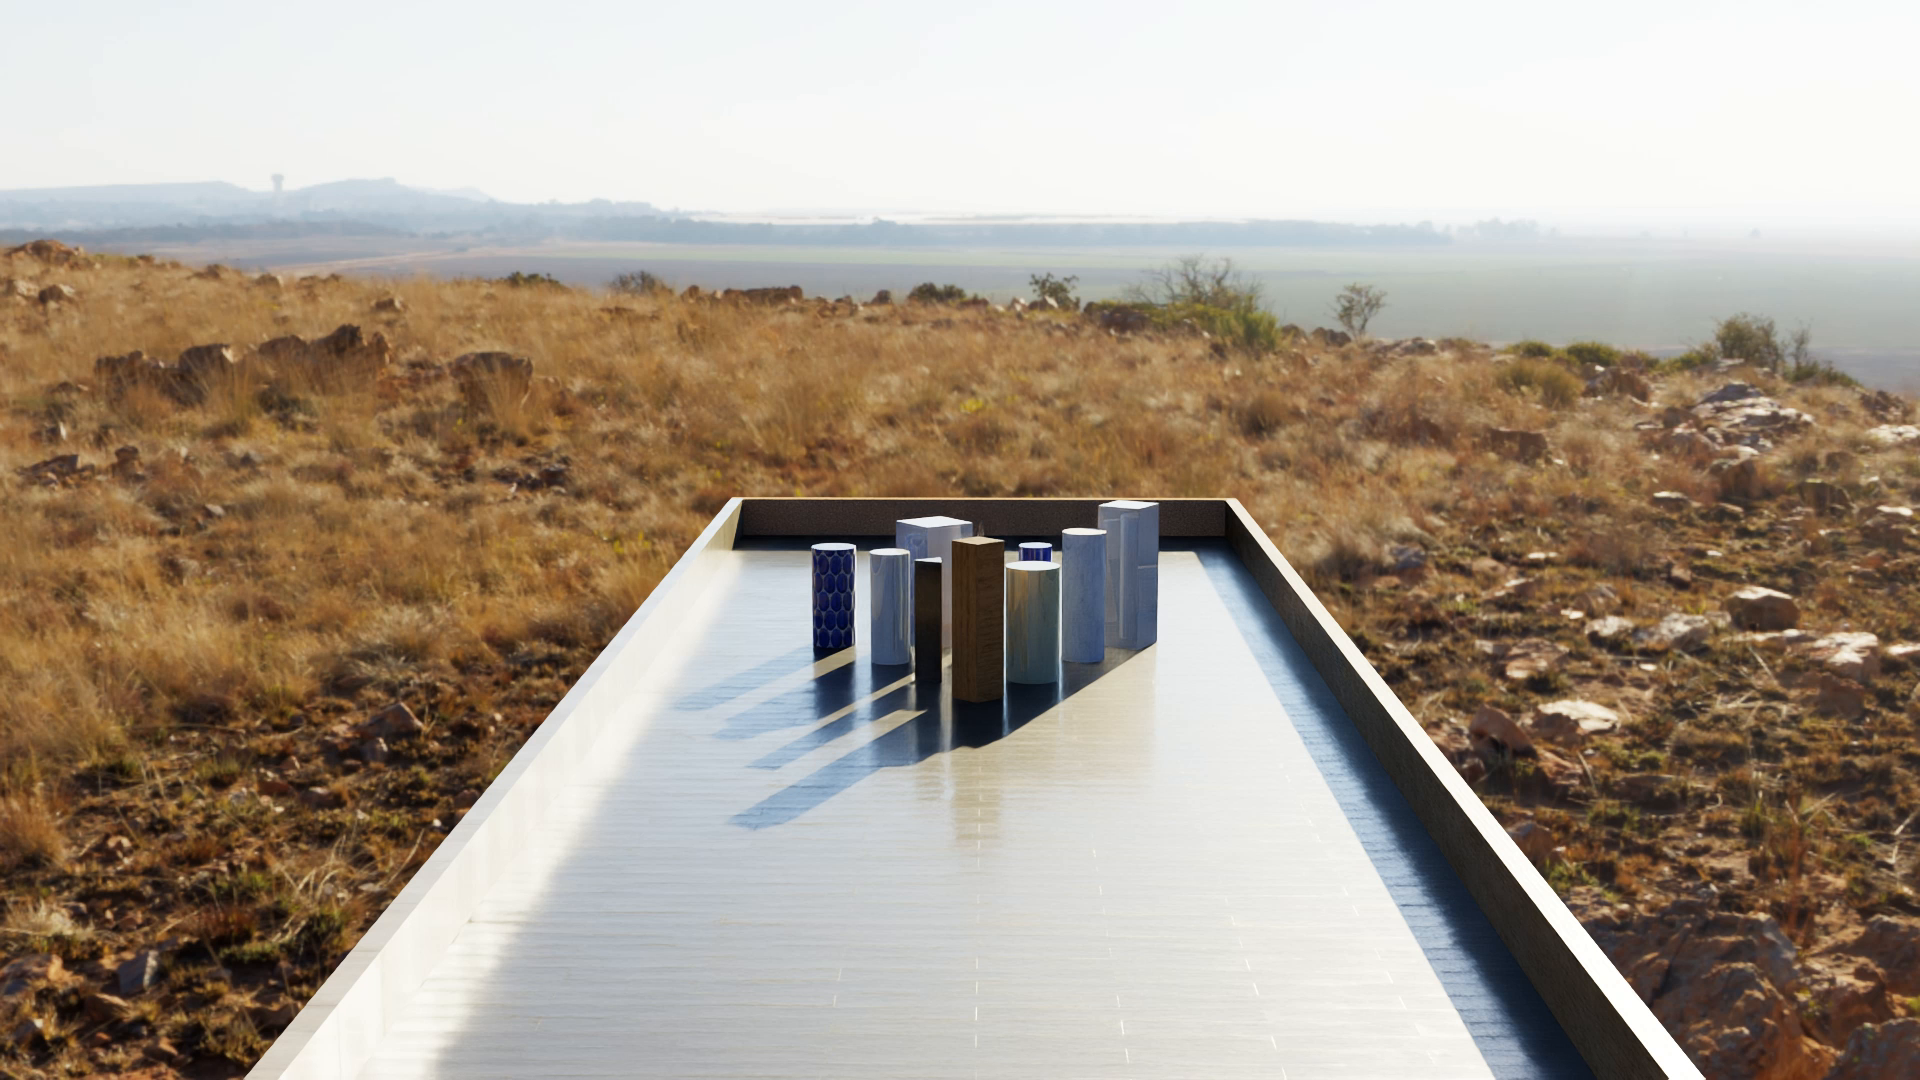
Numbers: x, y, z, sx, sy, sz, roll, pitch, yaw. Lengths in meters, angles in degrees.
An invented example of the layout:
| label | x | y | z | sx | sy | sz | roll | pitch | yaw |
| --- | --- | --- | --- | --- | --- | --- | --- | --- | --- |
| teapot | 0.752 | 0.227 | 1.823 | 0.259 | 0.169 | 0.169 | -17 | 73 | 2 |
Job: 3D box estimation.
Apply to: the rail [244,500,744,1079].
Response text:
| label | x | y | z | sx | sy | sz | roll | pitch | yaw |
| --- | --- | --- | --- | --- | --- | --- | --- | --- | --- |
| rail | -1.004 | 0.839 | 3.234 | 0.050 | 0.150 | 12.000 | 0 | 9 | 1 |

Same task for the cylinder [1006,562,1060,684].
| label | x | y | z | sx | sy | sz | roll | pitch | yaw |
| --- | --- | --- | --- | --- | --- | --- | --- | --- | --- |
| cylinder | 0.212 | 0.240 | 6.426 | 0.159 | 0.335 | 0.159 | 0 | 9 | 0 |

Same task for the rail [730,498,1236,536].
| label | x | y | z | sx | sy | sz | roll | pitch | yaw |
| --- | --- | --- | --- | --- | --- | --- | --- | --- | --- |
| rail | 0.099 | -0.098 | 9.147 | 2.100 | 0.150 | 0.050 | 0 | 9 | 1 |

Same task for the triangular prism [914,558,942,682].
| label | x | y | z | sx | sy | sz | roll | pitch | yaw |
| --- | --- | --- | --- | --- | --- | --- | --- | --- | --- |
| triangular prism | -0.076 | 0.231 | 6.415 | 0.087 | 0.355 | 0.076 | 5 | 10 | 28 |

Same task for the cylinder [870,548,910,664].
| label | x | y | z | sx | sy | sz | roll | pitch | yaw |
| --- | --- | --- | --- | --- | --- | --- | --- | --- | --- |
| cylinder | -0.212 | 0.201 | 6.665 | 0.120 | 0.336 | 0.120 | 0 | 9 | 0 |

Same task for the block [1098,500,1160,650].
| label | x | y | z | sx | sy | sz | roll | pitch | yaw |
| --- | --- | --- | --- | --- | --- | --- | --- | --- | --- |
| block | 0.528 | 0.108 | 6.910 | 0.142 | 0.444 | 0.142 | 5 | 10 | 31 |

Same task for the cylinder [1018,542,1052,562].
| label | x | y | z | sx | sy | sz | roll | pitch | yaw |
| --- | --- | --- | --- | --- | --- | --- | --- | --- | --- |
| cylinder | 0.236 | 0.172 | 6.925 | 0.104 | 0.314 | 0.104 | 0 | 9 | 0 |

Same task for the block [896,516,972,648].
| label | x | y | z | sx | sy | sz | roll | pitch | yaw |
| --- | --- | --- | --- | --- | --- | --- | --- | --- | --- |
| block | -0.081 | 0.133 | 6.935 | 0.173 | 0.386 | 0.173 | -6 | 11 | -35 |

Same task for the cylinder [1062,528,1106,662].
| label | x | y | z | sx | sy | sz | roll | pitch | yaw |
| --- | --- | --- | --- | --- | --- | --- | --- | --- | --- |
| cylinder | 0.376 | 0.168 | 6.699 | 0.133 | 0.392 | 0.133 | 0 | 9 | 0 |

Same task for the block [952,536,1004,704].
| label | x | y | z | sx | sy | sz | roll | pitch | yaw |
| --- | --- | --- | --- | --- | --- | --- | --- | --- | --- |
| block | 0.050 | 0.223 | 6.173 | 0.104 | 0.448 | 0.104 | -9 | 12 | -43 |

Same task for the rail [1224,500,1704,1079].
| label | x | y | z | sx | sy | sz | roll | pitch | yaw |
| --- | --- | --- | --- | --- | --- | --- | --- | --- | --- |
| rail | 1.046 | 0.843 | 3.208 | 0.050 | 0.150 | 12.000 | 0 | 9 | 1 |

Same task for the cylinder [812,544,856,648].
| label | x | y | z | sx | sy | sz | roll | pitch | yaw |
| --- | --- | --- | --- | --- | --- | --- | --- | --- | --- |
| cylinder | -0.396 | 0.173 | 6.926 | 0.140 | 0.310 | 0.140 | 0 | 9 | 0 |

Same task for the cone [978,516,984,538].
| label | x | y | z | sx | sy | sz | roll | pitch | yaw |
| --- | --- | --- | --- | --- | --- | --- | --- | --- | --- |
| cone | 0.063 | 0.147 | 6.665 | 0.135 | 0.444 | 0.135 | 0 | 9 | 0 |
